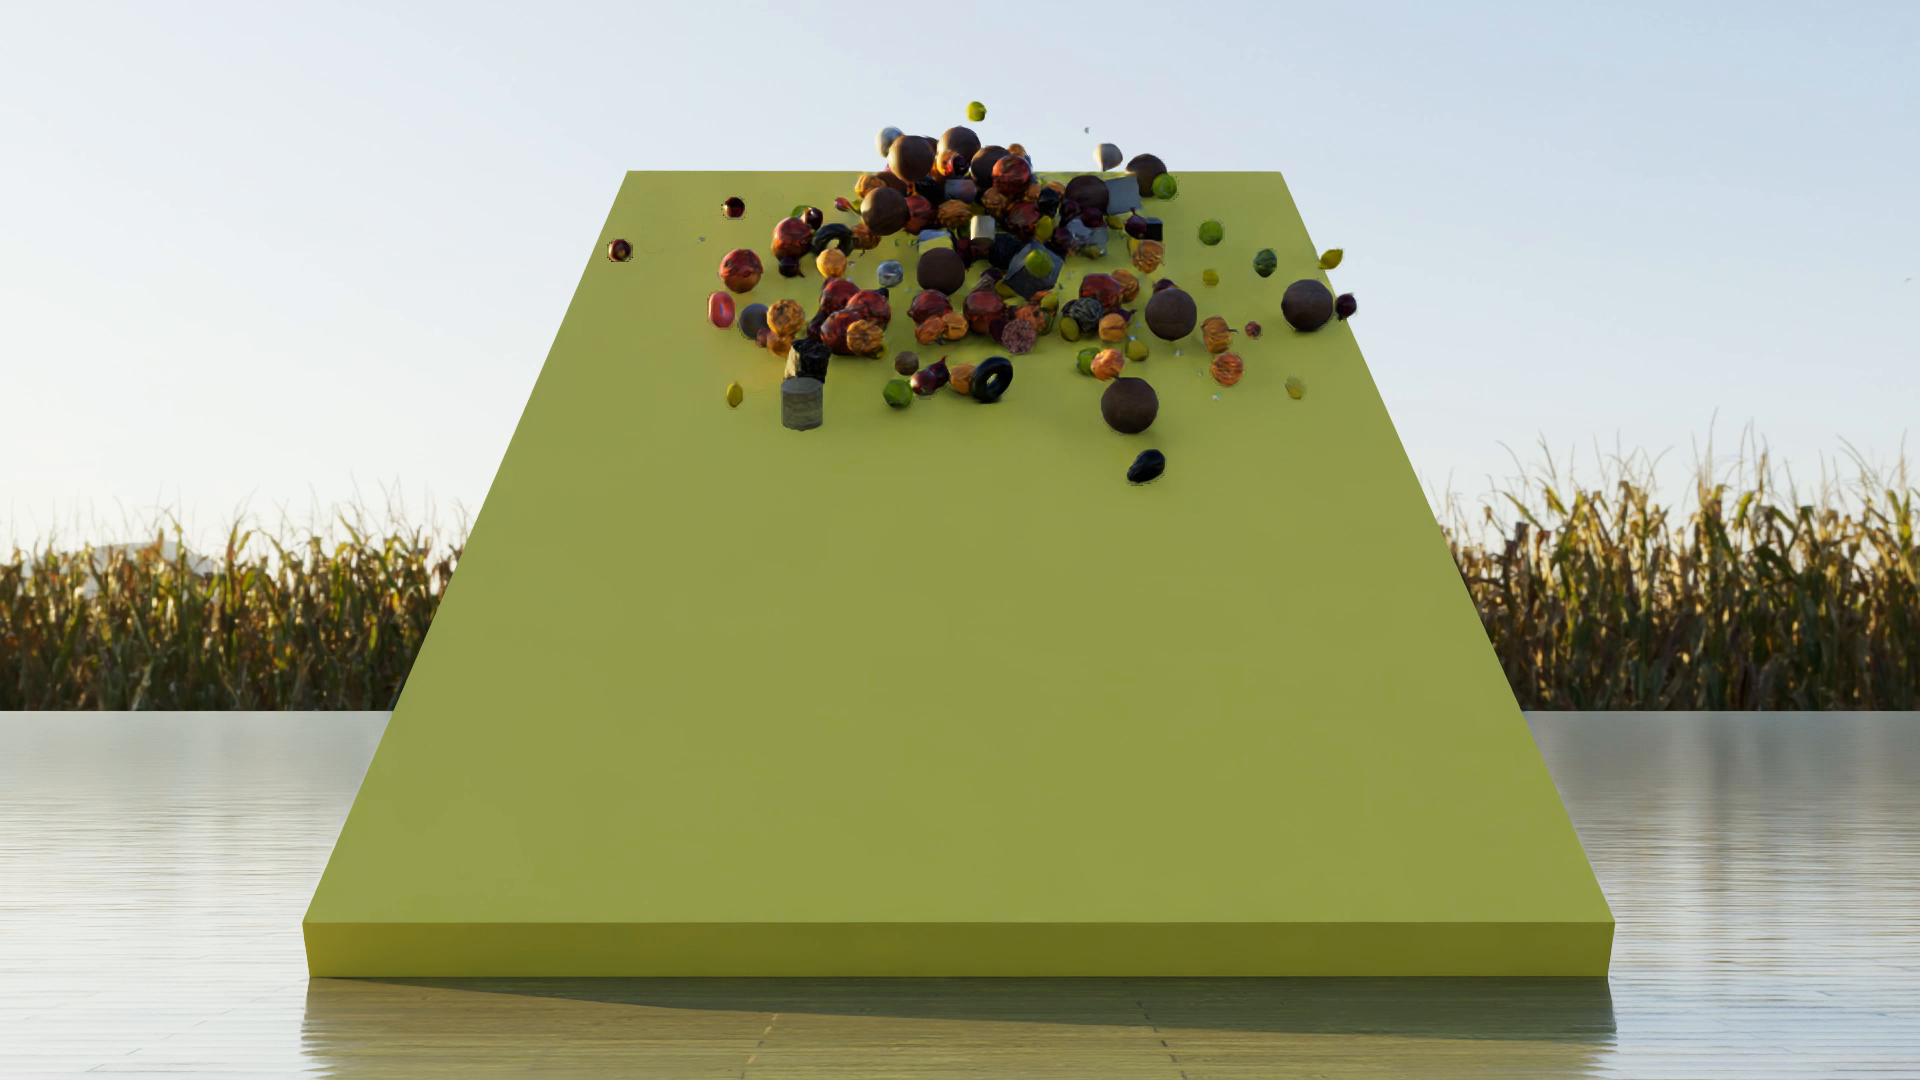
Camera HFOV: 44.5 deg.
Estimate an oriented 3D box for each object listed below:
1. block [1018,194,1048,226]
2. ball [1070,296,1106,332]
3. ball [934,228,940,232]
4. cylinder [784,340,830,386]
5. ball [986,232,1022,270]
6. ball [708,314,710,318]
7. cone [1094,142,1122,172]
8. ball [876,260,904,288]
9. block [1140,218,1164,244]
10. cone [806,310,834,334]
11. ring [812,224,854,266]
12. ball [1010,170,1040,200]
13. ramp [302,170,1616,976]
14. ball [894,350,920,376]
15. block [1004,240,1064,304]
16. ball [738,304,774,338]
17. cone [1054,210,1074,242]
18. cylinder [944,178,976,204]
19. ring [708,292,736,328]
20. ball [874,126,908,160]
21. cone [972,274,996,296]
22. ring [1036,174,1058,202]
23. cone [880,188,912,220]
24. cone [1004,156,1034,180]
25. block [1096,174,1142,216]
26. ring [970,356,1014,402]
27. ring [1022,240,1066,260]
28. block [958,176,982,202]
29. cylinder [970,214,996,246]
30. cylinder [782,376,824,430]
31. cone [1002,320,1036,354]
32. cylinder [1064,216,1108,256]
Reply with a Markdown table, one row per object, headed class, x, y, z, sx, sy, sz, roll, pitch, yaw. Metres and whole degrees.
| class | x | y | z | sx | sy | sz | roll | pitch | yaw |
| --- | --- | --- | --- | --- | --- | --- | --- | --- | --- |
| block | 0.208 | -0.945 | 6.712 | 0.071 | 0.071 | 0.071 | -5 | 26 | -10 |
| ball | 0.319 | -0.565 | 5.889 | 0.091 | 0.091 | 0.091 | 0 | -4 | 0 |
| ball | -0.070 | -0.834 | 6.498 | 0.054 | 0.054 | 0.054 | 0 | -4 | 0 |
| cylinder | -0.352 | -0.399 | 5.399 | 0.093 | 0.093 | 0.093 | 12 | 27 | -6 |
| ball | 0.118 | -0.780 | 6.330 | 0.099 | 0.099 | 0.099 | 0 | -4 | 0 |
| ball | -0.612 | -0.574 | 5.947 | 0.053 | 0.053 | 0.053 | 0 | -4 | 0 |
| cone | 0.427 | -1.106 | 6.900 | 0.089 | 0.089 | 0.089 | -1 | 40 | 19 |
| ball | -0.182 | -0.693 | 6.113 | 0.072 | 0.072 | 0.072 | 0 | -4 | 0 |
| block | 0.536 | -0.867 | 6.570 | 0.054 | 0.054 | 0.054 | -4 | 26 | -8 |
| cone | -0.364 | -0.539 | 5.903 | 0.064 | 0.064 | 0.064 | -15 | -12 | 38 |
| ring | -0.340 | -0.789 | 6.268 | 0.125 | 0.125 | 0.042 | 3 | 31 | -38 |
| ball | 0.184 | -1.006 | 6.659 | 0.084 | 0.084 | 0.084 | 0 | -4 | 0 |
| ramp | -0.009 | -0.229 | 5.401 | 2.000 | 0.100 | 4.000 | 0 | 25 | 0 |
| ball | -0.123 | -0.412 | 5.466 | 0.059 | 0.059 | 0.059 | 0 | -4 | 0 |
| block | 0.189 | -0.689 | 6.025 | 0.097 | 0.097 | 0.097 | 34 | -39 | -18 |
| ball | -0.507 | -0.546 | 5.848 | 0.087 | 0.087 | 0.087 | 0 | -4 | 0 |
| cone | 0.289 | -0.855 | 6.540 | 0.090 | 0.090 | 0.090 | 42 | -10 | 9 |
| cylinder | 0.001 | -0.986 | 6.636 | 0.066 | 0.066 | 0.066 | 7 | -7 | -31 |
| ring | -0.596 | -0.577 | 5.878 | 0.031 | 0.093 | 0.093 | -1 | -4 | 31 |
| ball | -0.196 | -1.127 | 6.657 | 0.093 | 0.093 | 0.093 | 0 | -4 | 0 |
| cone | 0.052 | -0.641 | 5.955 | 0.056 | 0.056 | 0.056 | -21 | 8 | -33 |
| ring | 0.231 | -1.034 | 6.879 | 0.121 | 0.040 | 0.121 | 31 | -6 | 4 |
| cone | -0.165 | -0.923 | 6.601 | 0.095 | 0.095 | 0.095 | 2 | 36 | -24 |
| cone | 0.194 | -1.037 | 6.756 | 0.098 | 0.098 | 0.098 | -35 | -13 | -9 |
| block | 0.454 | -0.981 | 6.685 | 0.100 | 0.100 | 0.100 | -12 | 8 | -4 |
| ring | 0.073 | -0.375 | 5.450 | 0.117 | 0.117 | 0.039 | 4 | 31 | -47 |
| ring | 0.218 | -0.779 | 6.391 | 0.142 | 0.047 | 0.142 | 0 | 25 | 0 |
| block | 0.023 | -1.028 | 6.881 | 0.055 | 0.055 | 0.055 | -12 | -37 | -27 |
| cylinder | 0.058 | -0.784 | 5.947 | 0.060 | 0.060 | 0.060 | 4 | -17 | 1 |
| cylinder | -0.359 | -0.310 | 5.341 | 0.092 | 0.092 | 0.092 | 0 | 28 | 0 |
| cone | 0.155 | -0.497 | 5.806 | 0.087 | 0.087 | 0.087 | -1 | -2 | 14 |
| cylinder | 0.348 | -0.838 | 6.461 | 0.087 | 0.087 | 0.087 | 30 | 17 | 38 |
